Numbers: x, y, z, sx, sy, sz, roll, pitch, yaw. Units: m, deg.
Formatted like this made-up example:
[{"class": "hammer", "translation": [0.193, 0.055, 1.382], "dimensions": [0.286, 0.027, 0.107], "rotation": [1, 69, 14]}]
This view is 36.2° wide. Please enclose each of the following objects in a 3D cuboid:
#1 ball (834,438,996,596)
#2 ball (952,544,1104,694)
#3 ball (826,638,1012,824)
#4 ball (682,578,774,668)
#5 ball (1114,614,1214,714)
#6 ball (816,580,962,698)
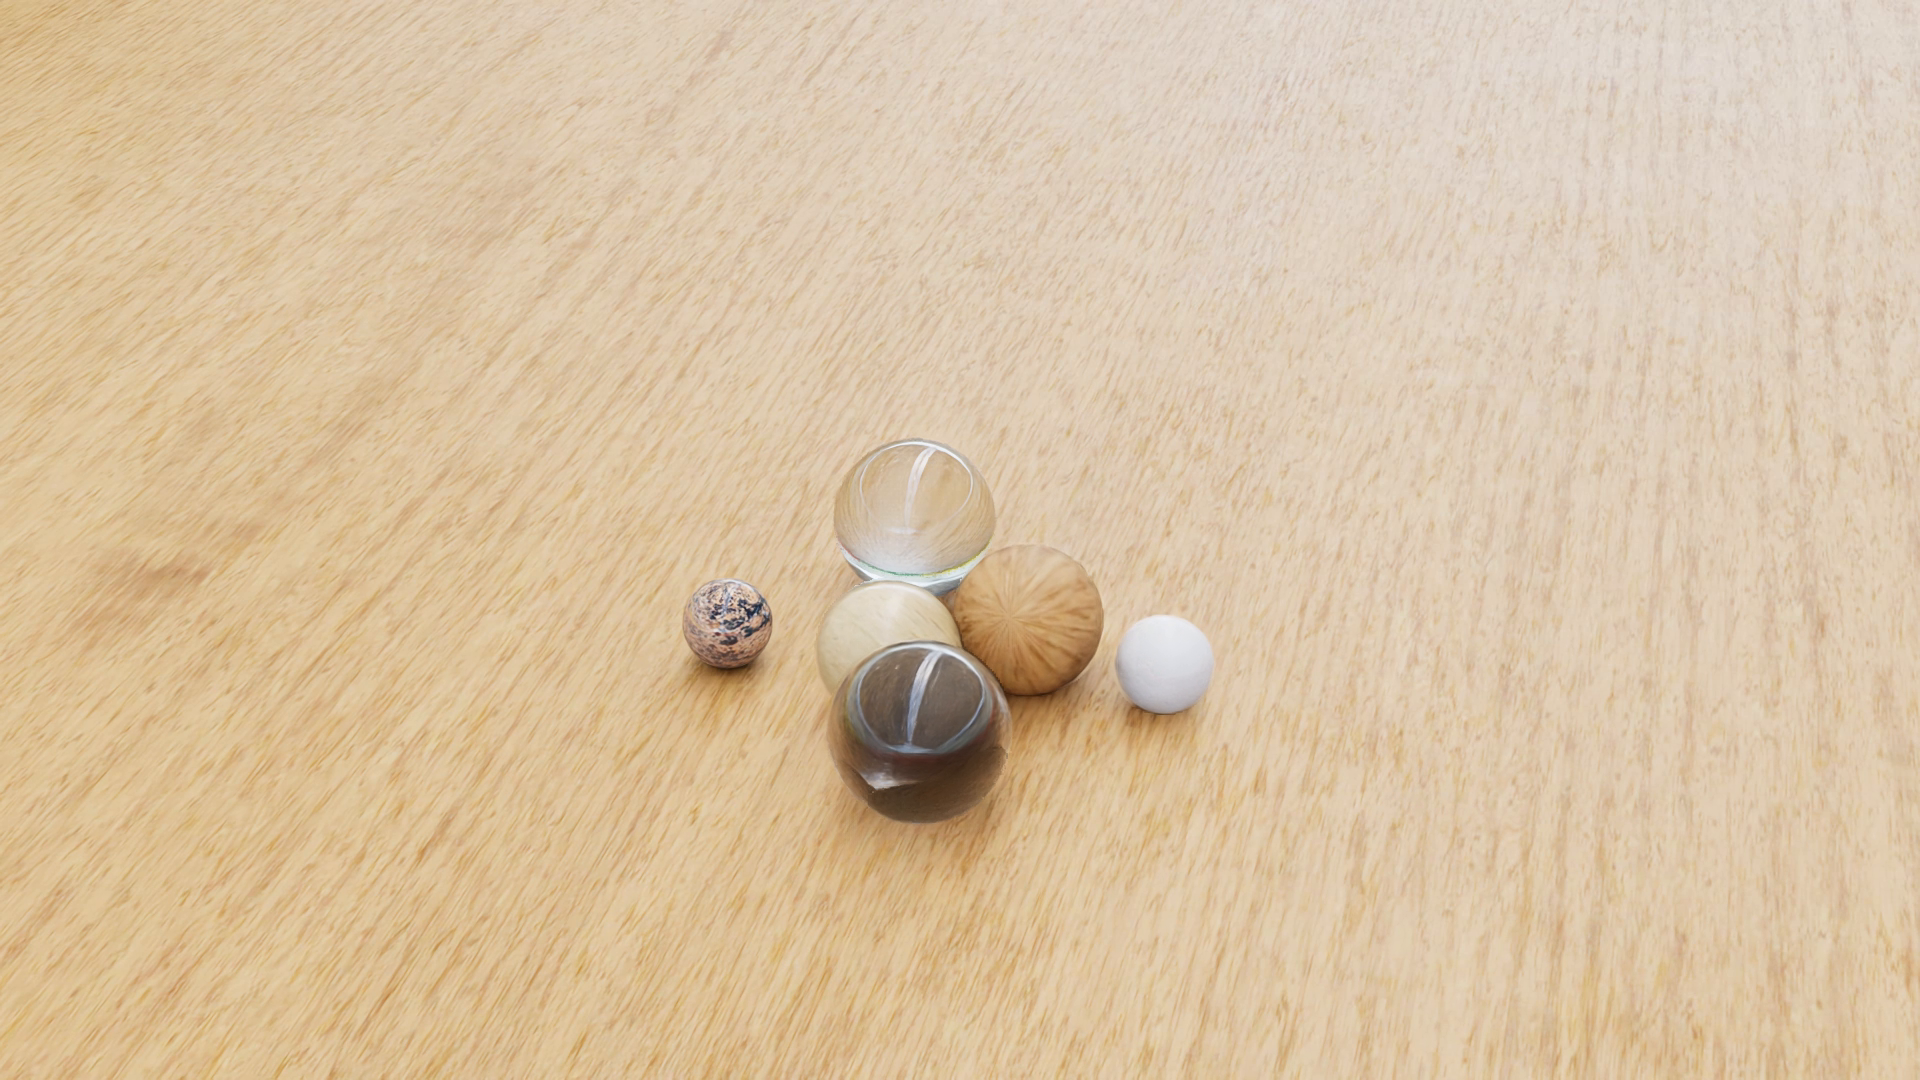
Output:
[{"class": "ball", "translation": [-0.025, -0.011, 1.610], "dimensions": [0.089, 0.089, 0.089], "rotation": [0, 30, 0]}, {"class": "ball", "translation": [0.035, 0.041, 1.530], "dimensions": [0.079, 0.079, 0.079], "rotation": [0, 30, 0]}, {"class": "ball", "translation": [-0.020, 0.093, 1.430], "dimensions": [0.090, 0.090, 0.090], "rotation": [0, 30, 0]}, {"class": "ball", "translation": [-0.123, 0.044, 1.556], "dimensions": [0.048, 0.048, 0.048], "rotation": [0, 30, 0]}, {"class": "ball", "translation": [0.105, 0.064, 1.519], "dimensions": [0.051, 0.051, 0.051], "rotation": [0, 30, 0]}, {"class": "ball", "translation": [-0.036, 0.058, 1.506], "dimensions": [0.075, 0.075, 0.075], "rotation": [0, 30, 0]}]
